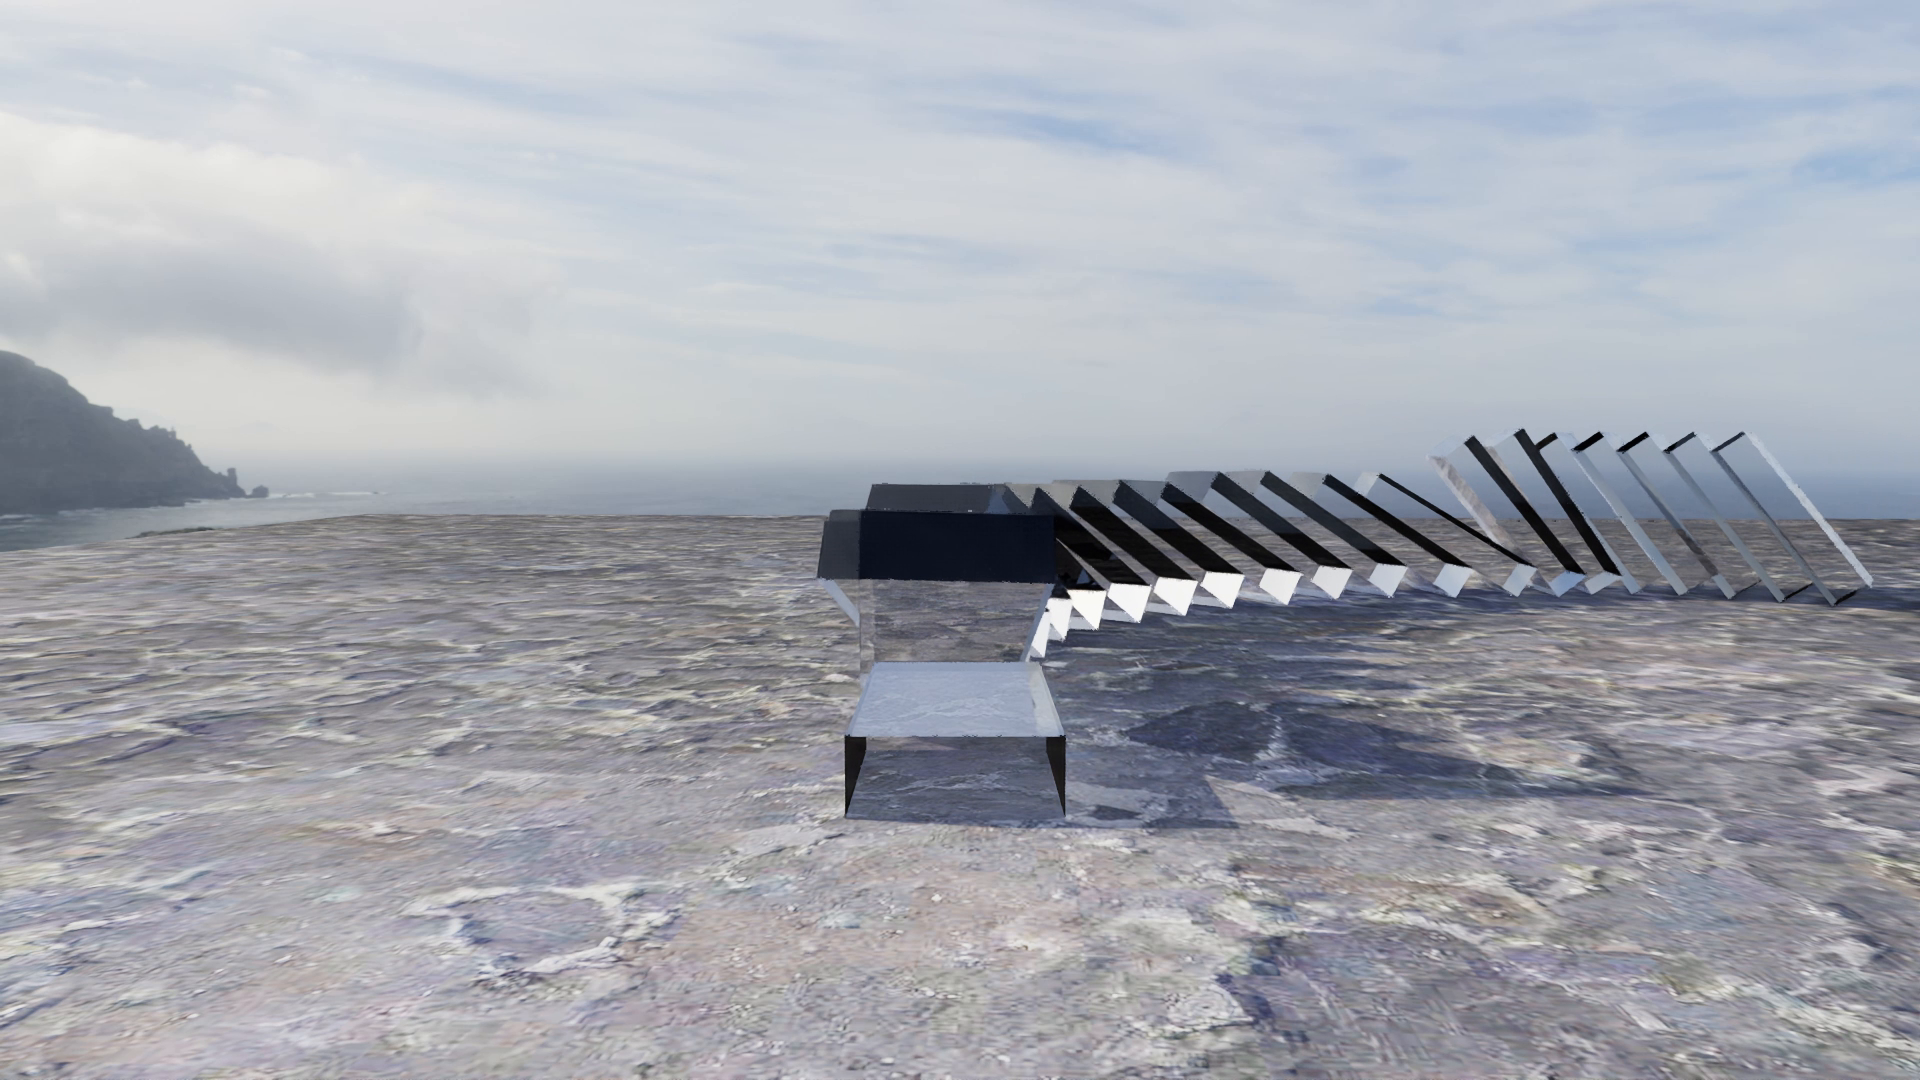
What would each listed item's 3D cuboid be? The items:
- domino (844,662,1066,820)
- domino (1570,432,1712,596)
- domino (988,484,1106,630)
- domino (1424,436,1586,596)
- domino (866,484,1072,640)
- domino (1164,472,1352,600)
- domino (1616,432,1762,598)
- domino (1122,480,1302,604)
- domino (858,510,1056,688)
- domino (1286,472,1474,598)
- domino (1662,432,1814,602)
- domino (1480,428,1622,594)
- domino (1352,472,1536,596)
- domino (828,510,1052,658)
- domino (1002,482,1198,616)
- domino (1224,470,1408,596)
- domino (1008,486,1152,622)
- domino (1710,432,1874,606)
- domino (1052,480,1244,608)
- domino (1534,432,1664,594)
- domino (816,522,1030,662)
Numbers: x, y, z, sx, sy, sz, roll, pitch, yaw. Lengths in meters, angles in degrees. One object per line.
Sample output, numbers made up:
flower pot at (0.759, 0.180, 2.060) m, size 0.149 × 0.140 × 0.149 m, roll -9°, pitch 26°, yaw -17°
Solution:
domino at (-0.001, 0.025, 0.170) m, size 0.025 × 0.010 × 0.050 m, roll 0°, pitch 4°, yaw 0°
domino at (0.200, -0.009, 0.373) m, size 0.010 × 0.050 × 0.025 m, roll -41°, pitch -21°, yaw 32°
domino at (0.009, 0.004, 0.278) m, size 0.025 × 0.010 × 0.050 m, roll 0°, pitch -27°, yaw 33°
domino at (0.156, -0.008, 0.369) m, size 0.010 × 0.050 × 0.025 m, roll -39°, pitch -1°, yaw 8°
domino at (0.003, 0.005, 0.258) m, size 0.025 × 0.010 × 0.050 m, roll 2°, pitch -27°, yaw 25°
domino at (0.080, -0.001, 0.350) m, size 0.050 × 0.010 × 0.025 m, roll 33°, pitch -9°, yaw -19°
domino at (0.209, -0.008, 0.366) m, size 0.009 × 0.050 × 0.025 m, roll -41°, pitch -21°, yaw 32°
domino at (0.064, 0.000, 0.341) m, size 0.050 × 0.009 × 0.025 m, roll 31°, pitch -10°, yaw -24°
domino at (-0.002, 0.010, 0.188) m, size 0.025 × 0.009 × 0.050 m, roll 1°, pitch -22°, yaw -4°
domino at (0.117, -0.002, 0.364) m, size 0.050 × 0.009 × 0.025 m, roll 32°, pitch 0°, yaw -8°
domino at (0.218, -0.007, 0.358) m, size 0.010 × 0.050 × 0.025 m, roll -41°, pitch -21°, yaw 32°
domino at (0.171, -0.009, 0.375) m, size 0.009 × 0.050 × 0.025 m, roll -33°, pitch -2°, yaw 11°
domino at (0.138, -0.002, 0.369) m, size 0.050 × 0.010 × 0.025 m, roll 32°, pitch 7°, yaw 3°
domino at (-0.003, 0.009, 0.242) m, size 0.025 × 0.009 × 0.050 m, roll 2°, pitch -22°, yaw 25°
domino at (0.033, 0.002, 0.313) m, size 0.025 × 0.010 × 0.050 m, roll 5°, pitch -23°, yaw 49°
domino at (0.097, -0.002, 0.358) m, size 0.050 × 0.009 × 0.025 m, roll 32°, pitch -5°, yaw -13°
domino at (0.020, 0.004, 0.297) m, size 0.025 × 0.009 × 0.050 m, roll 3°, pitch -25°, yaw 42°
domino at (0.227, -0.007, 0.351) m, size 0.010 × 0.050 × 0.025 m, roll -41°, pitch -21°, yaw 32°
domino at (0.047, 0.001, 0.327) m, size 0.050 × 0.010 × 0.025 m, roll 33°, pitch -17°, yaw -32°
domino at (0.189, -0.009, 0.378) m, size 0.010 × 0.050 × 0.025 m, roll -41°, pitch -20°, yaw 32°
domino at (-0.004, 0.011, 0.217) m, size 0.025 × 0.009 × 0.050 m, roll 1°, pitch -22°, yaw 13°
